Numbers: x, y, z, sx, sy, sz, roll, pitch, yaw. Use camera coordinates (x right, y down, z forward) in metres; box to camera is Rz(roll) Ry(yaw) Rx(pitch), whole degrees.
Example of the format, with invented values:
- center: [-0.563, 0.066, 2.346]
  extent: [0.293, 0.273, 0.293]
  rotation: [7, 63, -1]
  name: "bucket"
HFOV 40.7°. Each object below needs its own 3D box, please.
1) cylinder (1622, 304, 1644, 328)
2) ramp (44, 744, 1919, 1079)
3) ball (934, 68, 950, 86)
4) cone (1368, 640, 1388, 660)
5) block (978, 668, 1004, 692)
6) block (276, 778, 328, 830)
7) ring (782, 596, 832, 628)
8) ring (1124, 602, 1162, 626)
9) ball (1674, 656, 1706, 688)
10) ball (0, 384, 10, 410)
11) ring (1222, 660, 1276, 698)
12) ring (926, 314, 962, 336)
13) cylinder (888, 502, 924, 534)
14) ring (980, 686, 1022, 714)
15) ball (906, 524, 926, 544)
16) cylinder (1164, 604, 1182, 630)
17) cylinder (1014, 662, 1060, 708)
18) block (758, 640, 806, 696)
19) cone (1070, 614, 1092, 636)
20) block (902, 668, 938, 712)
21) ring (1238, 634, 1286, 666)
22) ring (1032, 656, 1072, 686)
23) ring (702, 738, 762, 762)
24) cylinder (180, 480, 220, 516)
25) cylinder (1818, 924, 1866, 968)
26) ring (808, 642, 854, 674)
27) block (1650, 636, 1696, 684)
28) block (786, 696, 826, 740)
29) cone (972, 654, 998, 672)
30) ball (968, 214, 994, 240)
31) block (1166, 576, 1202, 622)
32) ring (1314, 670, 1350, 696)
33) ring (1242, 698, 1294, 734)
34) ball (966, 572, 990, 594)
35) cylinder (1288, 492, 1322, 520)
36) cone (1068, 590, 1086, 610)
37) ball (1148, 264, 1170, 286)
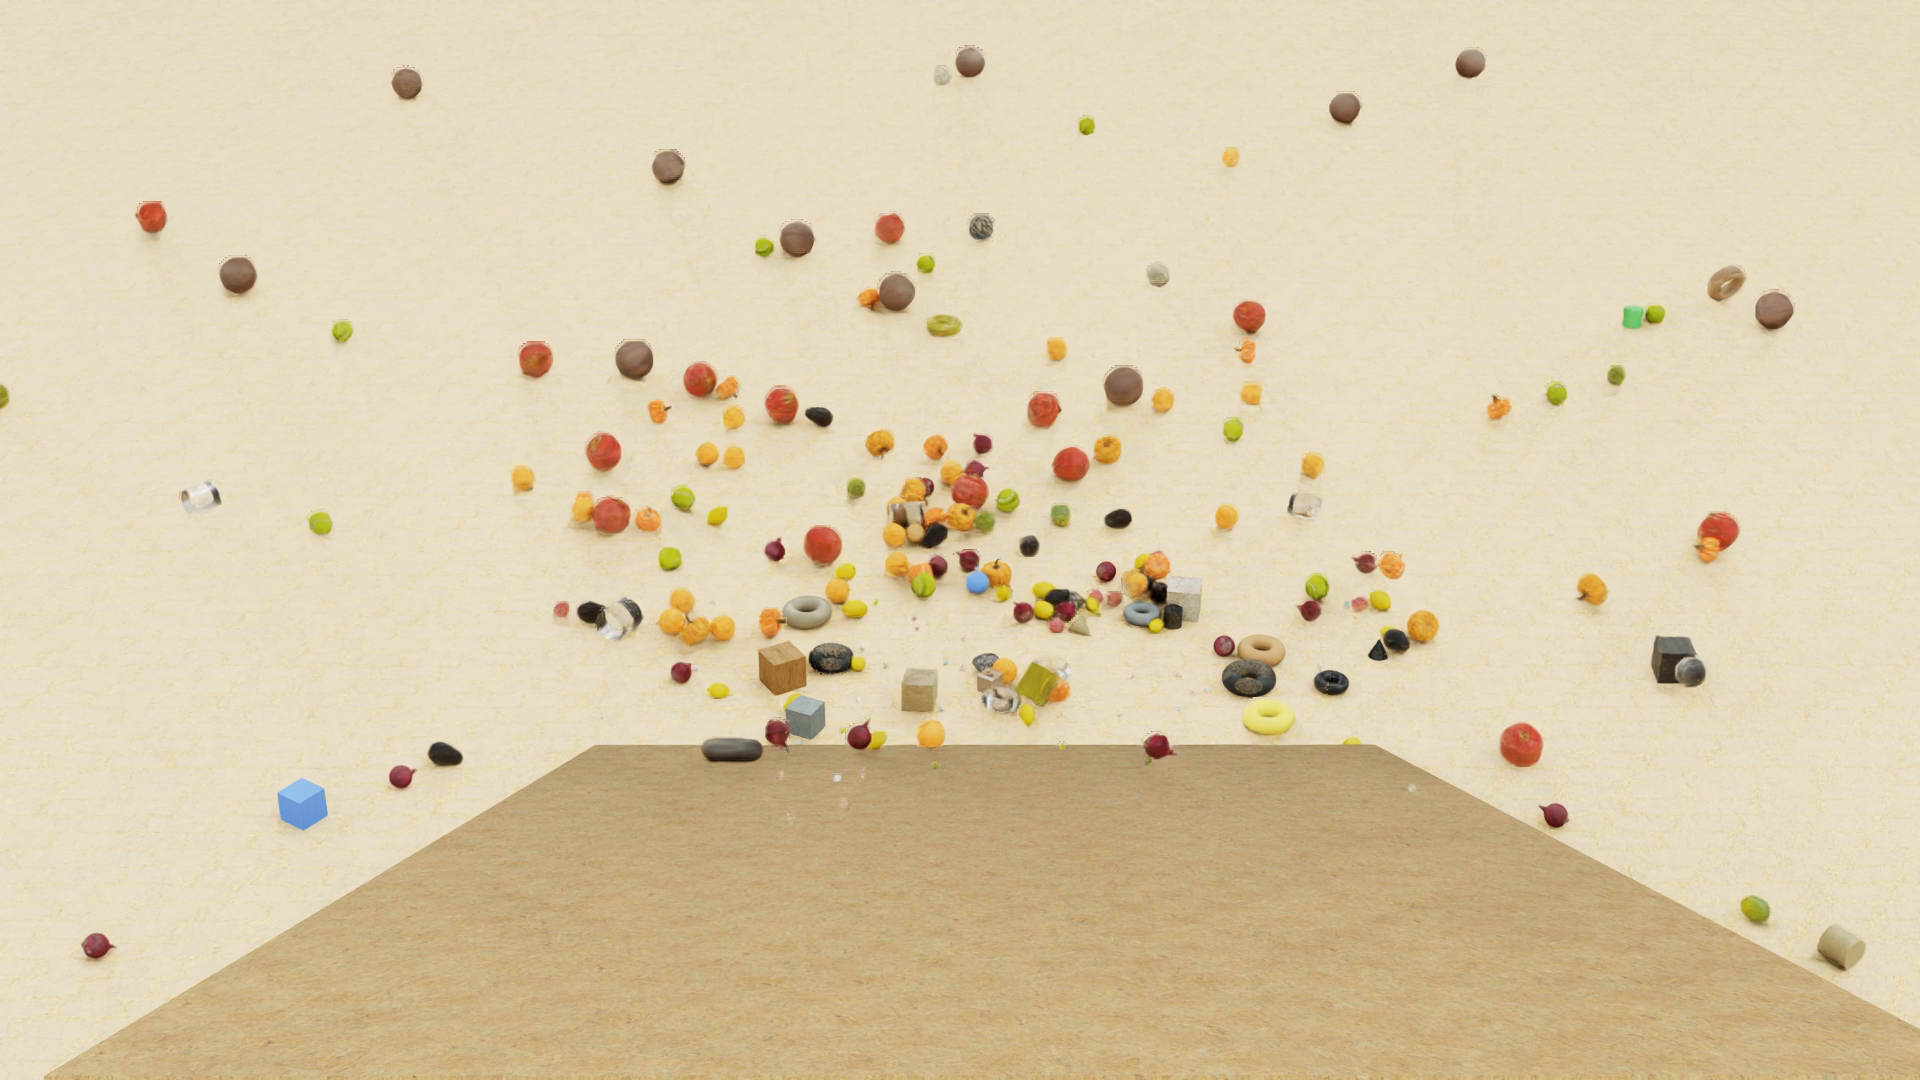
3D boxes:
- center: [2.365, -0.786, 9.092]
  extent: [0.065, 0.065, 0.065]
  rotation: [1, 24, 0]
  name: "cylinder"
- center: [0.065, 0.585, 4.634]
  extent: [2.000, 0.100, 4.000]
  rotation: [0, 0, 0]
  name: "ramp"
- center: [-0.079, -2.028, 11.318]
  extent: [0.076, 0.076, 0.076]
  rotation: [0, 29, 0]
  name: "ball"
- center: [1.160, 0.297, 7.166]
  extent: [0.056, 0.056, 0.056]
  rotation: [0, 29, 0]
  name: "cone"
- center: [0.082, 0.385, 7.012]
  extent: [0.051, 0.051, 0.051]
  rotation: [20, 35, 32]
  name: "block"
- center: [-1.648, 0.662, 6.483]
  extent: [0.082, 0.082, 0.082]
  rotation: [19, 34, 31]
  name: "block"
- center: [-0.434, 0.205, 7.339]
  extent: [0.143, 0.048, 0.143]
  rotation: [-1, 29, 1]
  name: "ring"
- center: [0.518, 0.210, 7.341]
  extent: [0.109, 0.036, 0.109]
  rotation: [1, 28, 0]
  name: "ring"
- center: [1.975, 0.358, 6.988]
  extent: [0.083, 0.083, 0.083]
  rotation: [0, 29, 0]
  name: "ball"
- center: [-3.173, -0.471, 8.508]
  extent: [0.091, 0.091, 0.091]
  rotation: [0, 29, 0]
  name: "ball"
- center: [0.786, 0.376, 7.031]
  extent: [0.149, 0.050, 0.149]
  rotation: [0, 30, 0]
  name: "ring"
- center: [-0.054, -0.753, 9.063]
  extent: [0.128, 0.043, 0.128]
  rotation: [1, 29, -1]
  name: "ring"
- center: [-0.162, -0.067, 7.781]
  extent: [0.092, 0.092, 0.092]
  rotation: [-5, 29, -10]
  name: "cylinder"
- center: [0.111, 0.429, 6.940]
  extent: [0.111, 0.037, 0.111]
  rotation: [6, 24, -3]
  name: "ring"
- center: [-0.134, -0.019, 7.728]
  extent: [0.060, 0.060, 0.060]
  rotation: [0, 29, 0]
  name: "ball"
- center: [0.602, 0.218, 7.310]
  extent: [0.053, 0.053, 0.053]
  rotation: [0, 29, 0]
  name: "cylinder"
- center: [0.207, 0.387, 6.919]
  extent: [0.091, 0.091, 0.091]
  rotation: [29, -5, 3]
  name: "cylinder"
- center: [-0.483, 0.348, 7.032]
  extent: [0.096, 0.096, 0.096]
  rotation: [-16, 33, -27]
  name: "block"
- center: [0.349, 0.252, 7.276]
  extent: [0.060, 0.060, 0.060]
  rotation: [43, 44, 15]
  name: "cone"
- center: [-0.109, 0.403, 6.946]
  extent: [0.084, 0.084, 0.084]
  rotation: [4, 29, 7]
  name: "block"
- center: [0.835, 0.306, 7.161]
  extent: [0.134, 0.045, 0.134]
  rotation: [1, 29, -1]
  name: "ring"
- center: [0.244, 0.360, 7.067]
  extent: [0.123, 0.041, 0.123]
  rotation: [-1, 30, 0]
  name: "ring"
- center: [-0.547, 0.503, 6.205]
  extent: [0.148, 0.049, 0.148]
  rotation: [1, 0, 0]
  name: "ring"
- center: [-2.319, -0.127, 7.896]
  extent: [0.085, 0.085, 0.085]
  rotation: [23, 36, 35]
  name: "cylinder"
- center: [2.041, 0.942, 5.988]
  extent: [0.074, 0.074, 0.074]
  rotation: [-20, 34, -31]
  name: "cylinder"
- center: [-0.355, 0.326, 7.128]
  extent: [0.127, 0.042, 0.127]
  rotation: [1, 29, -1]
  name: "ring"
- center: [1.951, 0.327, 7.072]
  extent: [0.093, 0.093, 0.093]
  rotation: [1, 29, 1]
  name: "block"
- center: [-0.408, 0.469, 6.836]
  extent: [0.076, 0.076, 0.076]
  rotation: [14, 32, 23]
  name: "block"
- center: [0.076, 0.361, 7.074]
  extent: [0.075, 0.075, 0.075]
  rotation: [-5, 56, -9]
  name: "cone"
- center: [0.081, -1.181, 9.775]
  extent: [0.096, 0.096, 0.096]
  rotation: [0, 29, 0]
  name: "ball"
- center: [0.638, 0.167, 7.360]
  extent: [0.093, 0.093, 0.093]
  rotation: [5, 29, 8]
  name: "block"
- center: [1.009, 0.387, 7.027]
  extent: [0.098, 0.033, 0.098]
  rotation: [1, 30, 0]
  name: "ring"
- center: [0.820, 0.469, 6.867]
  extent: [0.138, 0.046, 0.138]
  rotation: [-1, 30, 0]
  name: "ring"
- center: [0.052, 0.123, 7.467]
  extent: [0.066, 0.066, 0.066]
  rotation: [0, 29, 0]
  name: "ball"
- center: [1.047, -0.103, 7.861]
  extent: [0.077, 0.077, 0.077]
  rotation: [9, 29, 31]
  name: "cylinder"
- center: [0.322, 0.184, 7.400]
  extent: [0.054, 0.054, 0.054]
  rotation: [25, 64, 37]
  name: "cone"
- center: [0.723, -0.962, 9.399]
  extent: [0.081, 0.081, 0.081]
  rotation: [0, 29, 0]
  name: "ball"
